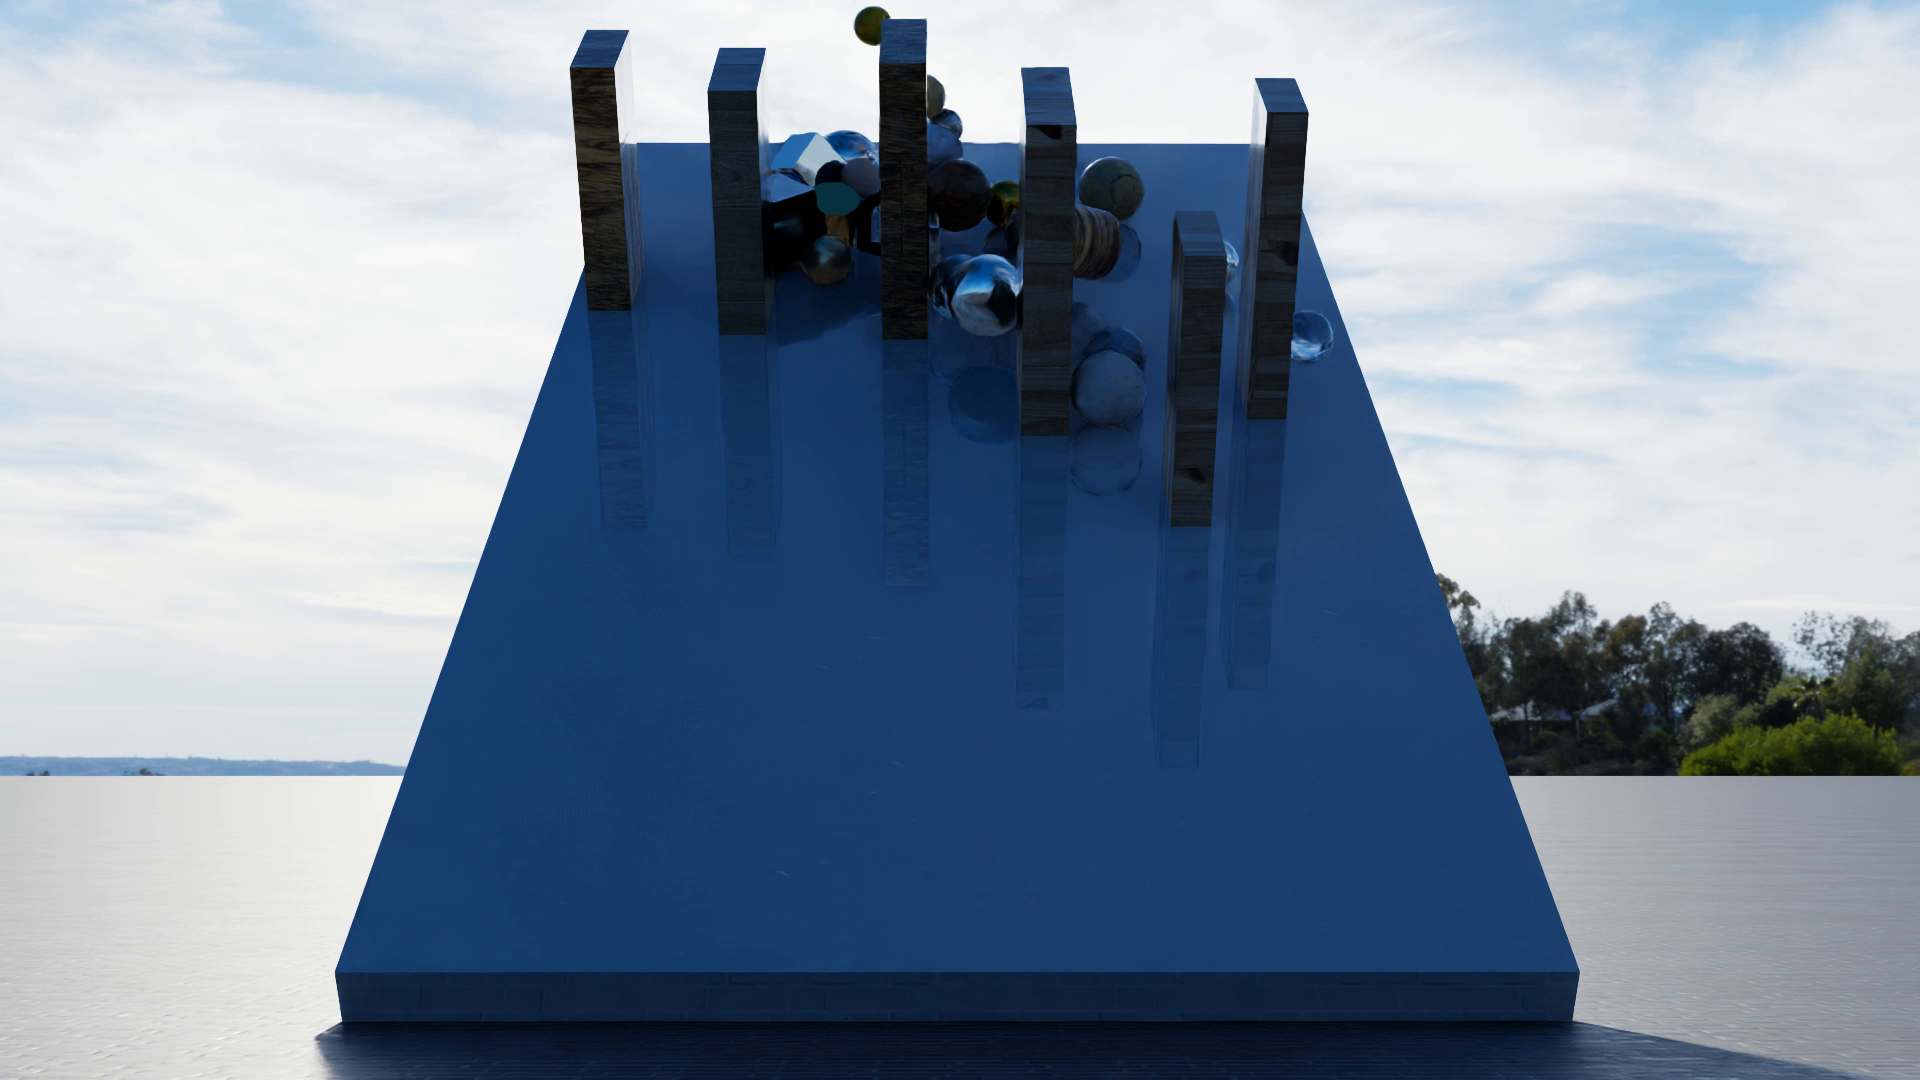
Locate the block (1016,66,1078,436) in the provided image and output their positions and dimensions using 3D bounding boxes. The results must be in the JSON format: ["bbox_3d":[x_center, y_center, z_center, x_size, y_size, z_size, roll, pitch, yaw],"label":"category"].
[{"bbox_3d":[0.197,-0.671,5.565,0.112,0.751,0.415,0,29,0],"label":"block"}]

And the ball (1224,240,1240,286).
[{"bbox_3d":[0.669,-0.729,6.319,0.134,0.134,0.134,0,-5,0],"label":"ball"}]

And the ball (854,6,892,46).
[{"bbox_3d":[-0.256,-1.519,7.077,0.117,0.117,0.117,0,-5,0],"label":"ball"}]

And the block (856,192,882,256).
[{"bbox_3d":[-0.190,-0.863,6.548,0.135,0.135,0.135,17,31,24],"label":"block"}]

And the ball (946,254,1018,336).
[{"bbox_3d":[0.068,-0.605,5.919,0.203,0.203,0.203,0,-5,0],"label":"ball"}]

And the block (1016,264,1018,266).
[{"bbox_3d":[0.143,-0.639,6.153,0.112,0.112,0.112,-5,27,-32],"label":"block"}]

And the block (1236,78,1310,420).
[{"bbox_3d":[0.722,-0.673,5.573,0.093,0.751,0.247,0,29,0],"label":"block"}]

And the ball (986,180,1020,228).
[{"bbox_3d":[0.130,-0.941,6.704,0.135,0.135,0.135,0,-5,0],"label":"ball"}]

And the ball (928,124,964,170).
[{"bbox_3d":[-0.075,-1.082,6.712,0.167,0.167,0.167,0,-5,0],"label":"ball"}]

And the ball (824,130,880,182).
[{"bbox_3d":[-0.329,-1.076,6.877,0.204,0.204,0.204,0,-5,0],"label":"ball"}]

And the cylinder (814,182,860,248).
[{"bbox_3d":[-0.348,-0.875,6.496,0.138,0.138,0.138,1,-42,-9],"label":"cylinder"}]

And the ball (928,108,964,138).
[{"bbox_3d":[-0.044,-1.173,6.810,0.108,0.108,0.108,0,-5,0],"label":"ball"}]

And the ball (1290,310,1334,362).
[{"bbox_3d":[0.857,-0.503,5.913,0.127,0.127,0.127,0,-5,0],"label":"ball"}]

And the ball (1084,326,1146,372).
[{"bbox_3d":[0.373,-0.438,5.764,0.152,0.152,0.152,0,-5,0],"label":"ball"}]

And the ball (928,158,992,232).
[{"bbox_3d":[-0.010,-0.951,6.601,0.200,0.200,0.200,0,-5,0],"label":"ball"}]

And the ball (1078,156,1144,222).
[{"bbox_3d":[0.425,-0.984,6.732,0.185,0.185,0.185,0,-5,0],"label":"ball"}]

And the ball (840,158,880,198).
[{"bbox_3d":[-0.273,-0.991,6.564,0.111,0.111,0.111,0,-5,0],"label":"ball"}]

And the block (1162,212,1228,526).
[{"bbox_3d":[0.499,-0.365,5.135,0.087,0.626,0.253,0,29,0],"label":"block"}]

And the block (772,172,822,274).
[{"bbox_3d":[-0.508,-0.849,6.442,0.192,0.192,0.192,-23,32,-27],"label":"block"}]

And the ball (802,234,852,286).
[{"bbox_3d":[-0.354,-0.741,6.336,0.133,0.133,0.133,0,-5,0],"label":"ball"}]

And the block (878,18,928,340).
[{"bbox_3d":[-0.139,-0.910,6.037,0.114,0.716,0.369,0,29,0],"label":"block"}]

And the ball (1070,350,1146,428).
[{"bbox_3d":[0.344,-0.350,5.574,0.180,0.180,0.180,0,-5,0],"label":"ball"}]

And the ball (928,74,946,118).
[{"bbox_3d":[-0.101,-1.247,6.737,0.124,0.124,0.124,0,-5,0],"label":"ball"}]

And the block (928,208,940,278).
[{"bbox_3d":[-0.130,-0.789,6.400,0.148,0.148,0.148,-3,29,-1],"label":"block"}]

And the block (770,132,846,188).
[{"bbox_3d":[-0.423,-1.028,6.601,0.130,0.130,0.130,5,-32,51],"label":"block"}]

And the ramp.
[{"bbox_3d":[-0.012,-0.219,5.624,2.000,0.100,4.000,0,29,0],"label":"ramp"}]

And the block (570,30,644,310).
[{"bbox_3d":[-0.908,-0.955,6.188,0.111,0.647,0.320,0,29,0],"label":"block"}]

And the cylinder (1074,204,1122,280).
[{"bbox_3d":[0.290,-0.781,6.224,0.186,0.186,0.186,6,-8,-41],"label":"cylinder"}]

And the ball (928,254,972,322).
[{"bbox_3d":[0.004,-0.641,6.093,0.173,0.173,0.173,0,-5,0],"label":"ball"}]

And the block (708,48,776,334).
[{"bbox_3d":[-0.551,-0.885,6.070,0.120,0.639,0.351,0,29,0],"label":"block"}]

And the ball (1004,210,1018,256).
[{"bbox_3d":[0.196,-0.832,6.490,0.150,0.150,0.150,0,-5,0],"label":"ball"}]
